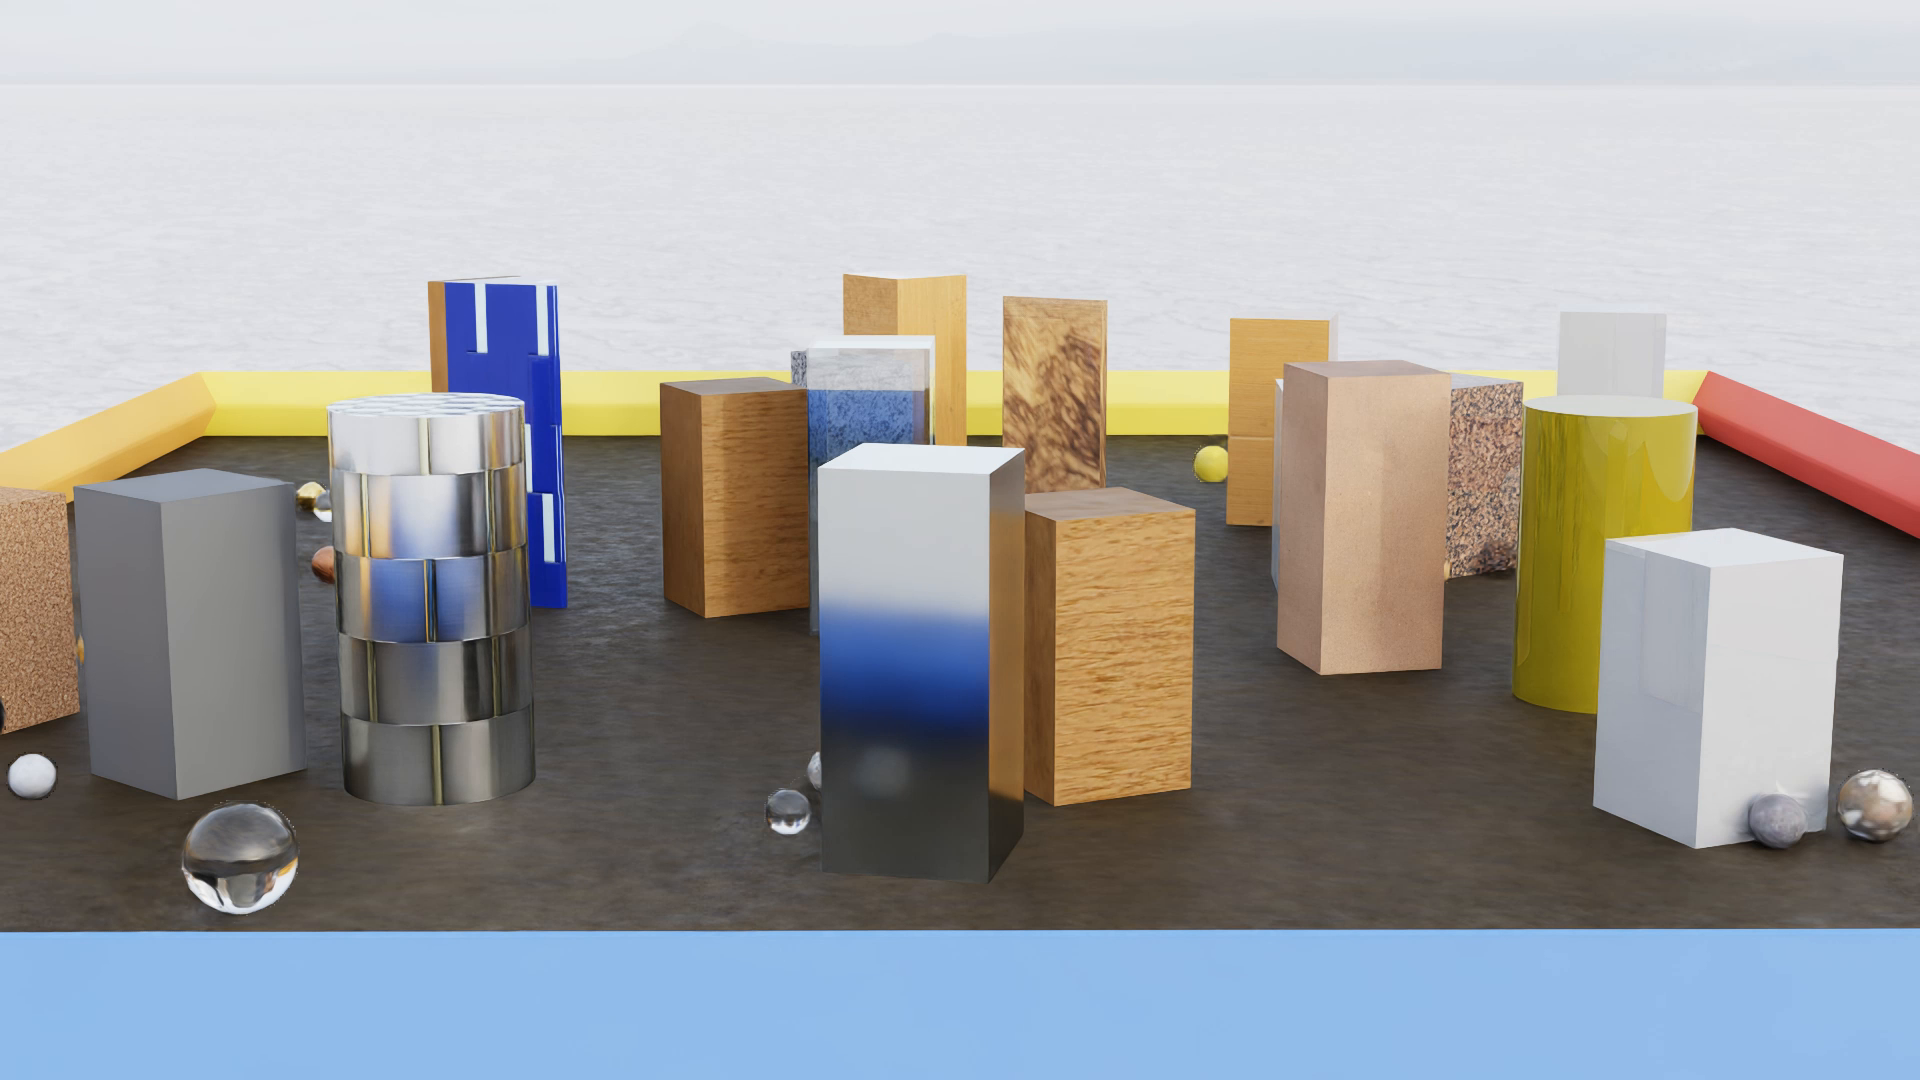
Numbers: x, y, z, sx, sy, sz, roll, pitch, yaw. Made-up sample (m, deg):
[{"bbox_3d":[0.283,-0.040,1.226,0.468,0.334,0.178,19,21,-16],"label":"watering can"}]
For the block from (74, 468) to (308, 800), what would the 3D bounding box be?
[{"bbox_3d":[-0.794,0.092,2.650,0.156,0.303,0.156,9,14,39],"label":"block"}]

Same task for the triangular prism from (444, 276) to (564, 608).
[{"bbox_3d":[-0.592,-0.140,3.536,0.169,0.437,0.146,4,11,19],"label":"triangular prism"}]

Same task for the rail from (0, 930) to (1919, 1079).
[{"bbox_3d":[0.009,0.333,1.830,2.993,0.126,0.045,0,11,0],"label":"rail"}]

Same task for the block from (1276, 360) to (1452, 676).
[{"bbox_3d":[0.494,-0.032,3.156,0.156,0.361,0.156,-2,11,-12],"label":"block"}]

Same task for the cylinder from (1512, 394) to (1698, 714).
[{"bbox_3d":[0.746,0.013,2.974,0.195,0.340,0.195,0,11,0],"label":"cylinder"}]

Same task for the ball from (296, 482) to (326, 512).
[{"bbox_3d":[-1.065,-0.070,4.218,0.049,0.049,0.049,0,11,0],"label":"ball"}]

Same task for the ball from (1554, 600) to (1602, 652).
[{"bbox_3d":[0.778,0.107,3.218,0.065,0.065,0.065,0,11,0],"label":"ball"}]

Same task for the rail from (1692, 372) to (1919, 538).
[{"bbox_3d":[1.473,0.031,3.457,0.045,0.126,3.341,0,11,0],"label":"rail"}]

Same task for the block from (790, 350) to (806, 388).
[{"bbox_3d":[-0.178,-0.188,4.300,0.156,0.251,0.156,-6,12,-29],"label":"block"}]

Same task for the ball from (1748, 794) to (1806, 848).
[{"bbox_3d":[0.769,0.264,2.412,0.051,0.051,0.051,0,11,0],"label":"ball"}]

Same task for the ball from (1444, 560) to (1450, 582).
[{"bbox_3d":[0.673,0.043,3.630,0.042,0.042,0.042,0,11,0],"label":"ball"}]

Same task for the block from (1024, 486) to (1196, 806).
[{"bbox_3d":[0.132,0.104,2.626,0.156,0.288,0.156,-5,12,-24],"label":"block"}]

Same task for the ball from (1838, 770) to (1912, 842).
[{"bbox_3d":[0.868,0.252,2.433,0.067,0.067,0.067,0,11,0],"label":"ball"}]

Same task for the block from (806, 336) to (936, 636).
[{"bbox_3d":[-0.113,-0.073,3.349,0.156,0.373,0.156,0,11,2],"label":"block"}]

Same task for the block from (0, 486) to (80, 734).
[{"bbox_3d":[-1.108,0.078,2.866,0.156,0.253,0.156,5,12,27],"label":"block"}]

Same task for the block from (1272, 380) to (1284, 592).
[{"bbox_3d":[0.524,-0.075,3.604,0.156,0.284,0.156,1,11,3],"label":"block"}]

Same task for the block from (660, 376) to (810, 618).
[{"bbox_3d":[-0.305,-0.062,3.493,0.156,0.298,0.156,-5,12,-27],"label":"block"}]

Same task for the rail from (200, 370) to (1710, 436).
[{"bbox_3d":[-0.009,-0.268,5.068,2.993,0.126,0.045,0,11,0],"label":"rail"}]

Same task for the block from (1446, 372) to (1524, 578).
[{"bbox_3d":[0.707,-0.098,3.753,0.156,0.274,0.156,-8,13,-35],"label":"block"}]

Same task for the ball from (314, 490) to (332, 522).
[{"bbox_3d":[-1.013,-0.053,4.123,0.052,0.052,0.052,0,11,0],"label":"ball"}]

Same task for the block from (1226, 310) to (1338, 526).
[{"bbox_3d":[0.521,-0.198,4.139,0.156,0.331,0.156,3,11,13],"label":"block"}]

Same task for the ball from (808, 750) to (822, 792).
[{"bbox_3d":[-0.130,0.233,2.592,0.047,0.047,0.047,0,11,0],"label":"ball"}]

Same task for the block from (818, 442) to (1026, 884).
[{"bbox_3d":[-0.033,0.109,2.367,0.156,0.373,0.156,2,11,13],"label":"block"}]

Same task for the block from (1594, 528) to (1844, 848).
[{"bbox_3d":[0.732,0.139,2.488,0.156,0.270,0.156,-4,11,-23],"label":"block"}]

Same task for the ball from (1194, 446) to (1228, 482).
[{"bbox_3d":[0.445,-0.134,4.516,0.066,0.066,0.066,0,11,0],"label":"ball"}]

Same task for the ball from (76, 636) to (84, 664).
[{"bbox_3d":[-1.048,0.133,3.121,0.051,0.051,0.051,0,11,0],"label":"ball"}]

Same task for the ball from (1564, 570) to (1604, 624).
[{"bbox_3d":[0.831,0.075,3.375,0.073,0.073,0.073,0,11,0],"label":"ball"}]

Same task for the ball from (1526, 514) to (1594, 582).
[{"bbox_3d":[0.854,0.012,3.651,0.096,0.096,0.096,0,11,0],"label":"ball"}]

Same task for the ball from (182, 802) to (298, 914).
[{"bbox_3d":[-0.624,0.275,2.226,0.097,0.097,0.097,0,11,0],"label":"ball"}]

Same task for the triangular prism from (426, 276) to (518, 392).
[{"bbox_3d":[-0.745,-0.229,4.156,0.169,0.386,0.146,3,11,16],"label":"triangular prism"}]

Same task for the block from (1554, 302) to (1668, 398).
[{"bbox_3d":[0.997,-0.179,3.961,0.156,0.358,0.156,2,11,11],"label":"block"}]

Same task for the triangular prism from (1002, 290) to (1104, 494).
[{"bbox_3d":[0.172,-0.186,3.931,0.169,0.382,0.146,5,12,26],"label":"triangular prism"}]

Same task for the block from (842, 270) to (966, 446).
[{"bbox_3d":[-0.098,-0.293,4.568,0.156,0.360,0.156,-9,14,-39],"label":"block"}]

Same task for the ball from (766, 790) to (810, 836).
[{"bbox_3d":[-0.165,0.260,2.454,0.044,0.044,0.044,0,11,0],"label":"ball"}]

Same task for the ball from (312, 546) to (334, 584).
[{"bbox_3d":[-0.891,0.035,3.638,0.055,0.055,0.055,0,11,0],"label":"ball"}]

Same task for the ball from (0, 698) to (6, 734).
[{"bbox_3d":[-1.061,0.187,2.721,0.091,0.091,0.091,0,11,0],"label":"ball"}]

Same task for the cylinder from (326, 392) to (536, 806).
[{"bbox_3d":[-0.536,0.056,2.610,0.195,0.389,0.195,0,11,0],"label":"cylinder"}]

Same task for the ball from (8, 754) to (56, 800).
[{"bbox_3d":[-0.931,0.237,2.573,0.045,0.045,0.045,0,11,0],"label":"ball"}]

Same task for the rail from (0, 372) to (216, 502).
[{"bbox_3d":[-1.473,0.034,3.441,0.045,0.126,3.341,0,11,0],"label":"rail"}]
